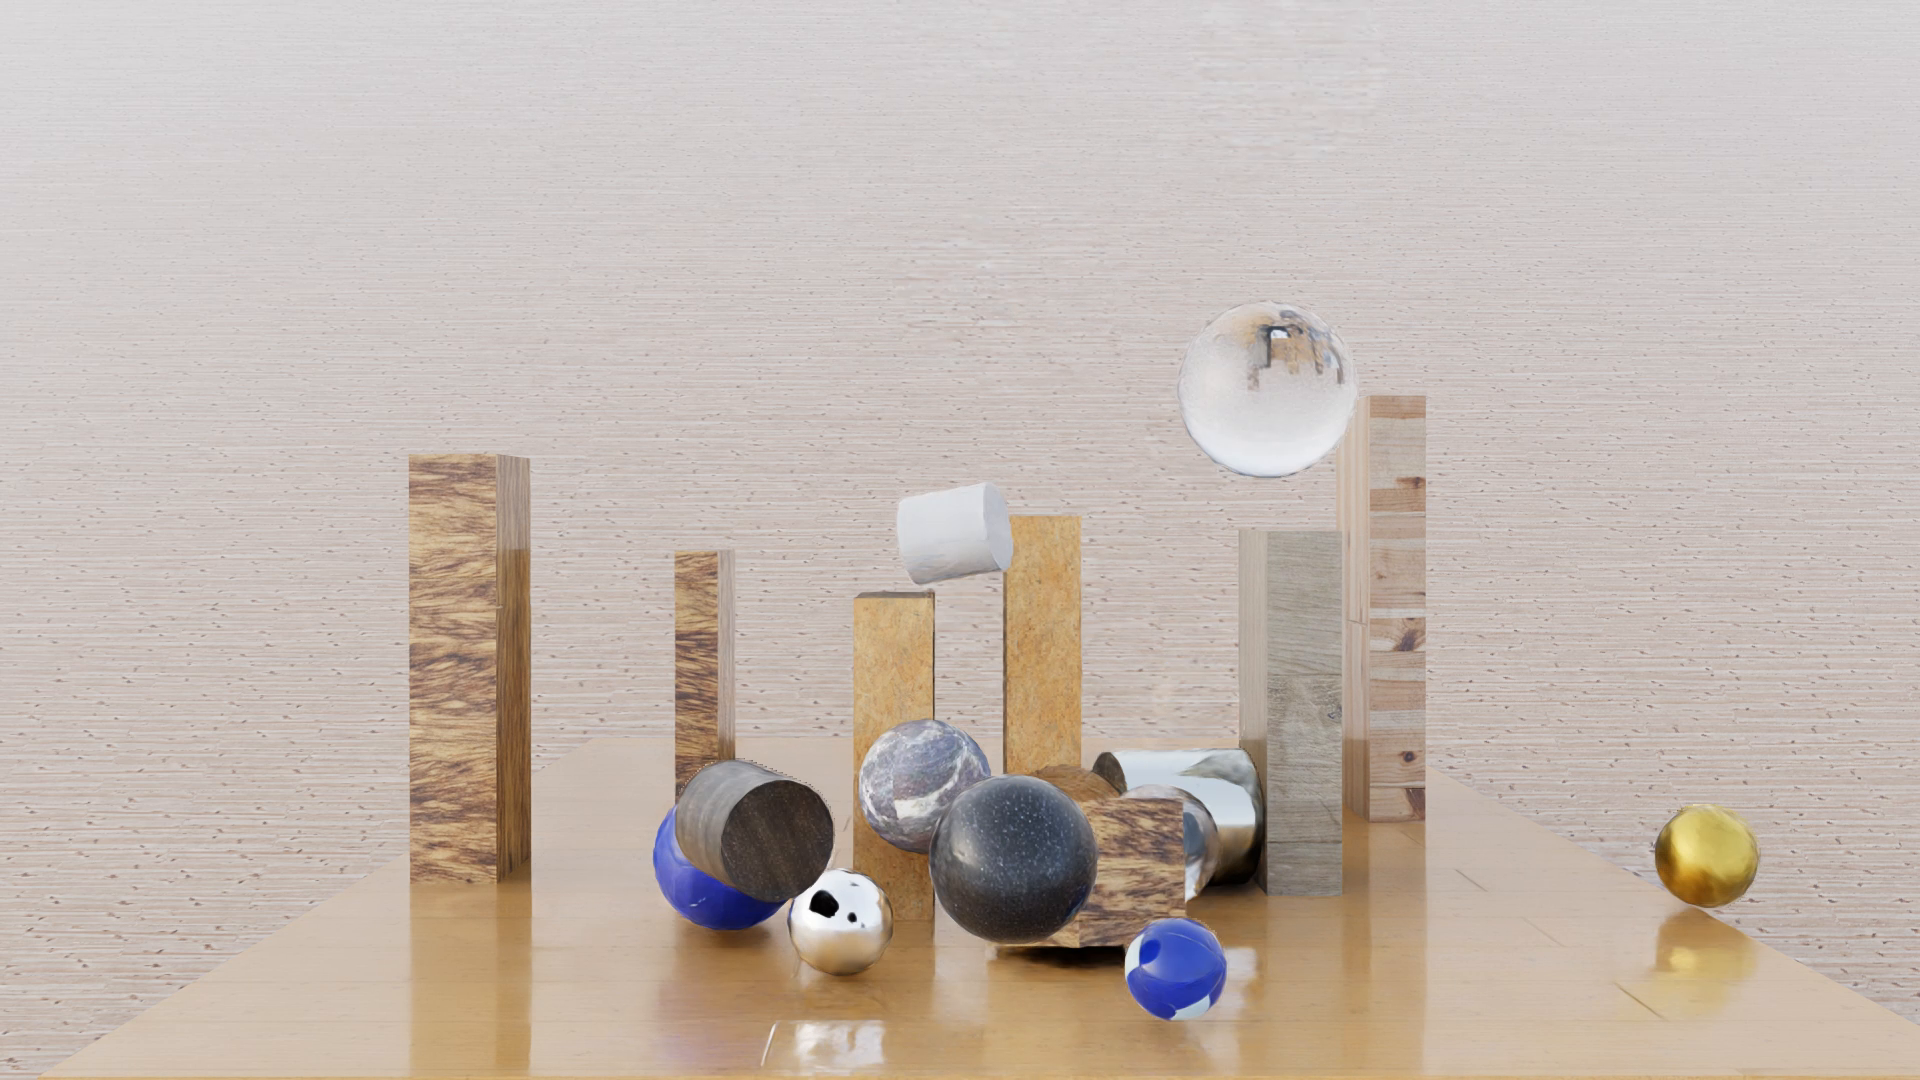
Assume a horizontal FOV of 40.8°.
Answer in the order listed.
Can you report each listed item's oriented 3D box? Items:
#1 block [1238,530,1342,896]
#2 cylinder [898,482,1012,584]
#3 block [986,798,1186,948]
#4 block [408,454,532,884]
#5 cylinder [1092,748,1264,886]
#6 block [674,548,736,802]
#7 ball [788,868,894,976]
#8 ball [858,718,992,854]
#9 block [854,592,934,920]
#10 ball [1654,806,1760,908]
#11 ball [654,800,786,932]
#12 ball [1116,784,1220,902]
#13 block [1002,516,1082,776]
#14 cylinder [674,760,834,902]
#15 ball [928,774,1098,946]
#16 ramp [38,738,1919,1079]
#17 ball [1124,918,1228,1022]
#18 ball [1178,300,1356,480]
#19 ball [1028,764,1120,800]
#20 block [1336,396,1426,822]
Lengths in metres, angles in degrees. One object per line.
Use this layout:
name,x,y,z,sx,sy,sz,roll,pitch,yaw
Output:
block,0.514,0.257,4.053,0.112,0.545,0.396,0,1,0
cylinder,-0.006,-0.008,3.271,0.114,0.114,0.114,-10,25,17
block,0.161,0.429,3.341,0.182,0.182,0.182,4,-9,-38
block,-0.783,0.198,4.150,0.134,0.664,0.326,0,1,0
cylinder,0.326,0.425,3.953,0.209,0.209,0.209,0,28,-16
block,-0.512,0.270,5.212,0.083,0.500,0.398,0,1,0
ball,-0.147,0.472,3.195,0.131,0.131,0.131,0,28,0
ball,-0.047,0.337,3.537,0.185,0.185,0.185,0,28,0
block,-0.094,0.307,3.786,0.111,0.452,0.314,0,1,0
ball,1.083,0.460,3.749,0.146,0.146,0.146,0,28,0
ball,-0.312,0.425,3.471,0.199,0.199,0.199,0,28,0
ball,0.282,0.434,3.674,0.177,0.177,0.177,0,28,0
block,0.152,0.238,4.899,0.136,0.567,0.441,0,1,0
cylinder,-0.245,0.344,3.067,0.144,0.144,0.144,-15,12,-26
ball,0.058,0.345,2.797,0.184,0.184,0.184,0,28,0
ramp,0.064,0.575,4.618,2.000,0.100,4.000,0,1,0
ball,0.238,0.473,2.850,0.113,0.113,0.113,0,28,0
ball,0.307,-0.150,2.586,0.178,0.178,0.178,0,28,0
ball,0.152,0.432,3.811,0.200,0.200,0.200,0,28,0
block,0.808,0.126,4.984,0.103,0.790,0.423,0,1,0
